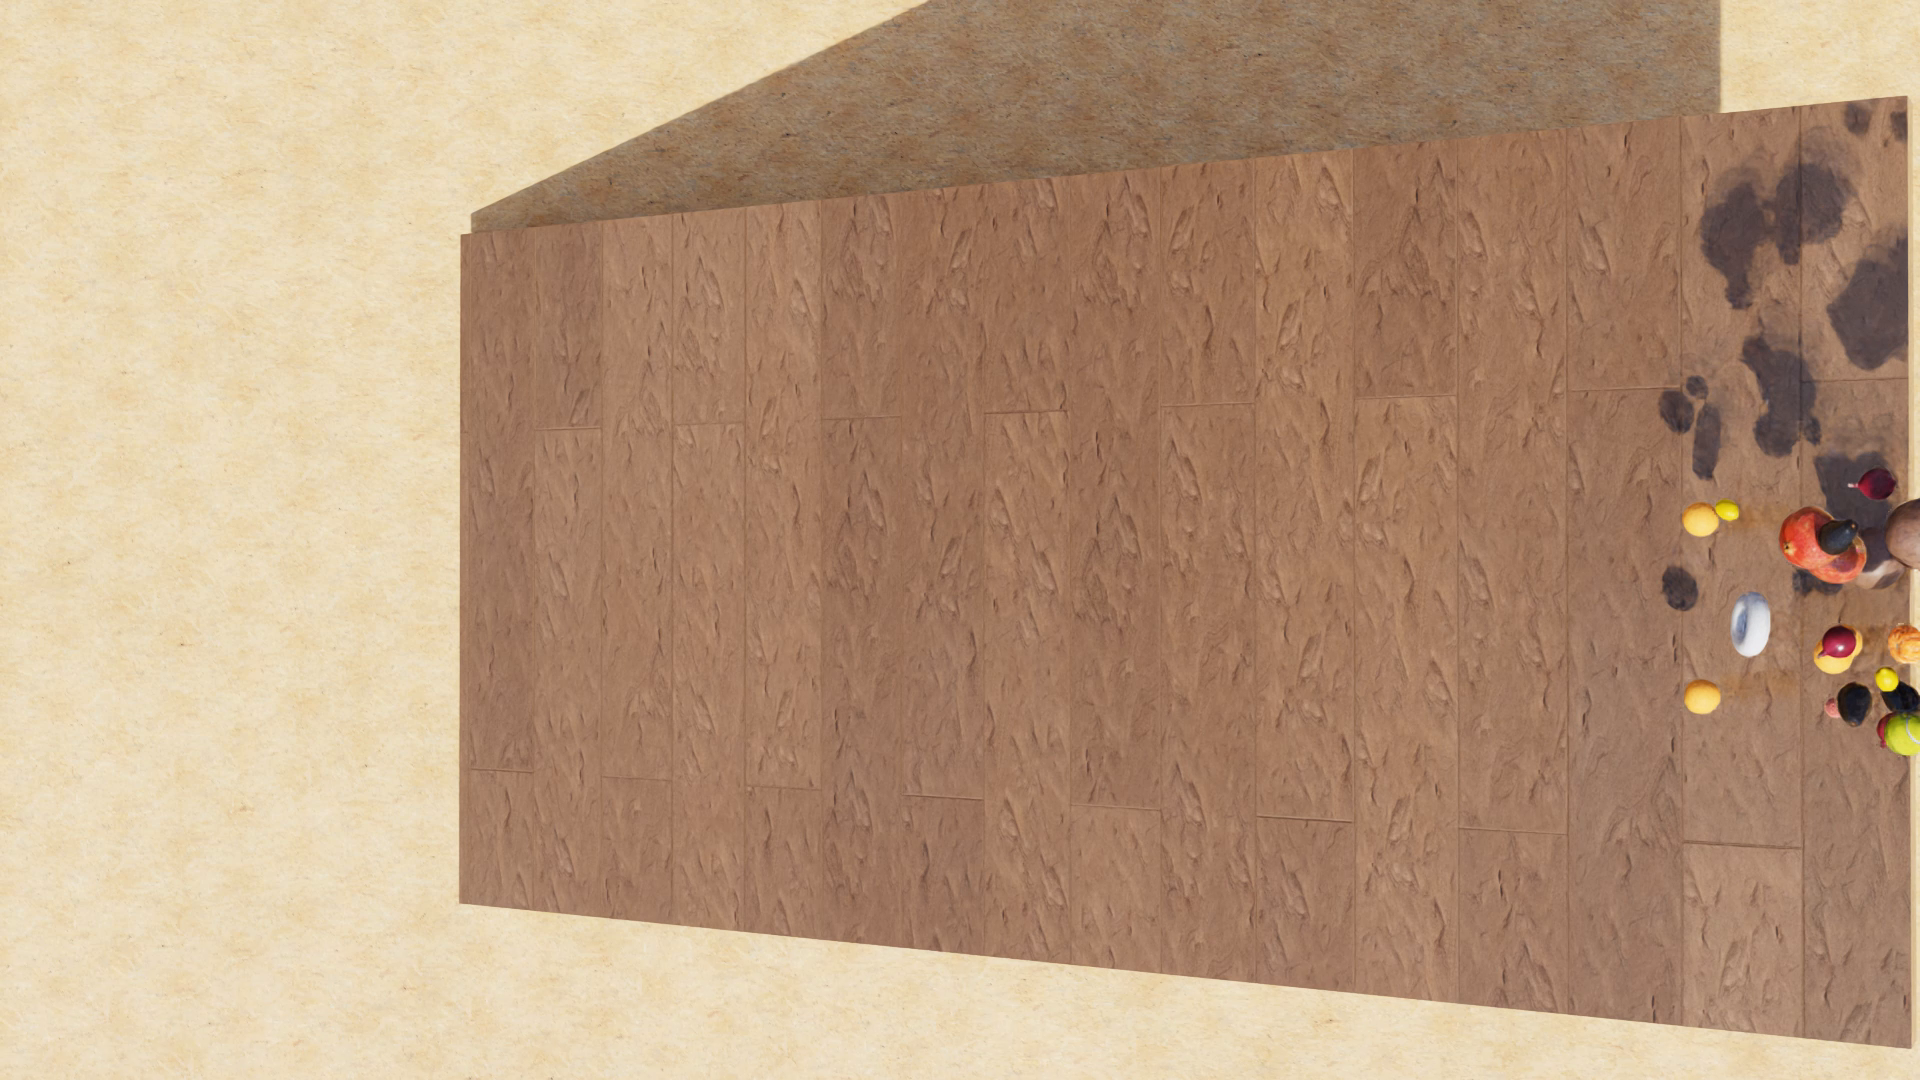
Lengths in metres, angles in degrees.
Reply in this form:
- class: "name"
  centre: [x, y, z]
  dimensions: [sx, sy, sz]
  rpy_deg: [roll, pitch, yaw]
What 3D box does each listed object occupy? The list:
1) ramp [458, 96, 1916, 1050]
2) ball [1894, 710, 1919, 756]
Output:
- class: "ramp"
  centre: [0.272, 0.076, 5.634]
  dimensions: [4.000, 0.100, 2.000]
  rpy_deg: [0, 89, 29]
- class: "ball"
  centre: [1.793, 0.360, 4.116]
  dimensions: [0.084, 0.084, 0.084]
  rpy_deg: [0, 89, 0]
